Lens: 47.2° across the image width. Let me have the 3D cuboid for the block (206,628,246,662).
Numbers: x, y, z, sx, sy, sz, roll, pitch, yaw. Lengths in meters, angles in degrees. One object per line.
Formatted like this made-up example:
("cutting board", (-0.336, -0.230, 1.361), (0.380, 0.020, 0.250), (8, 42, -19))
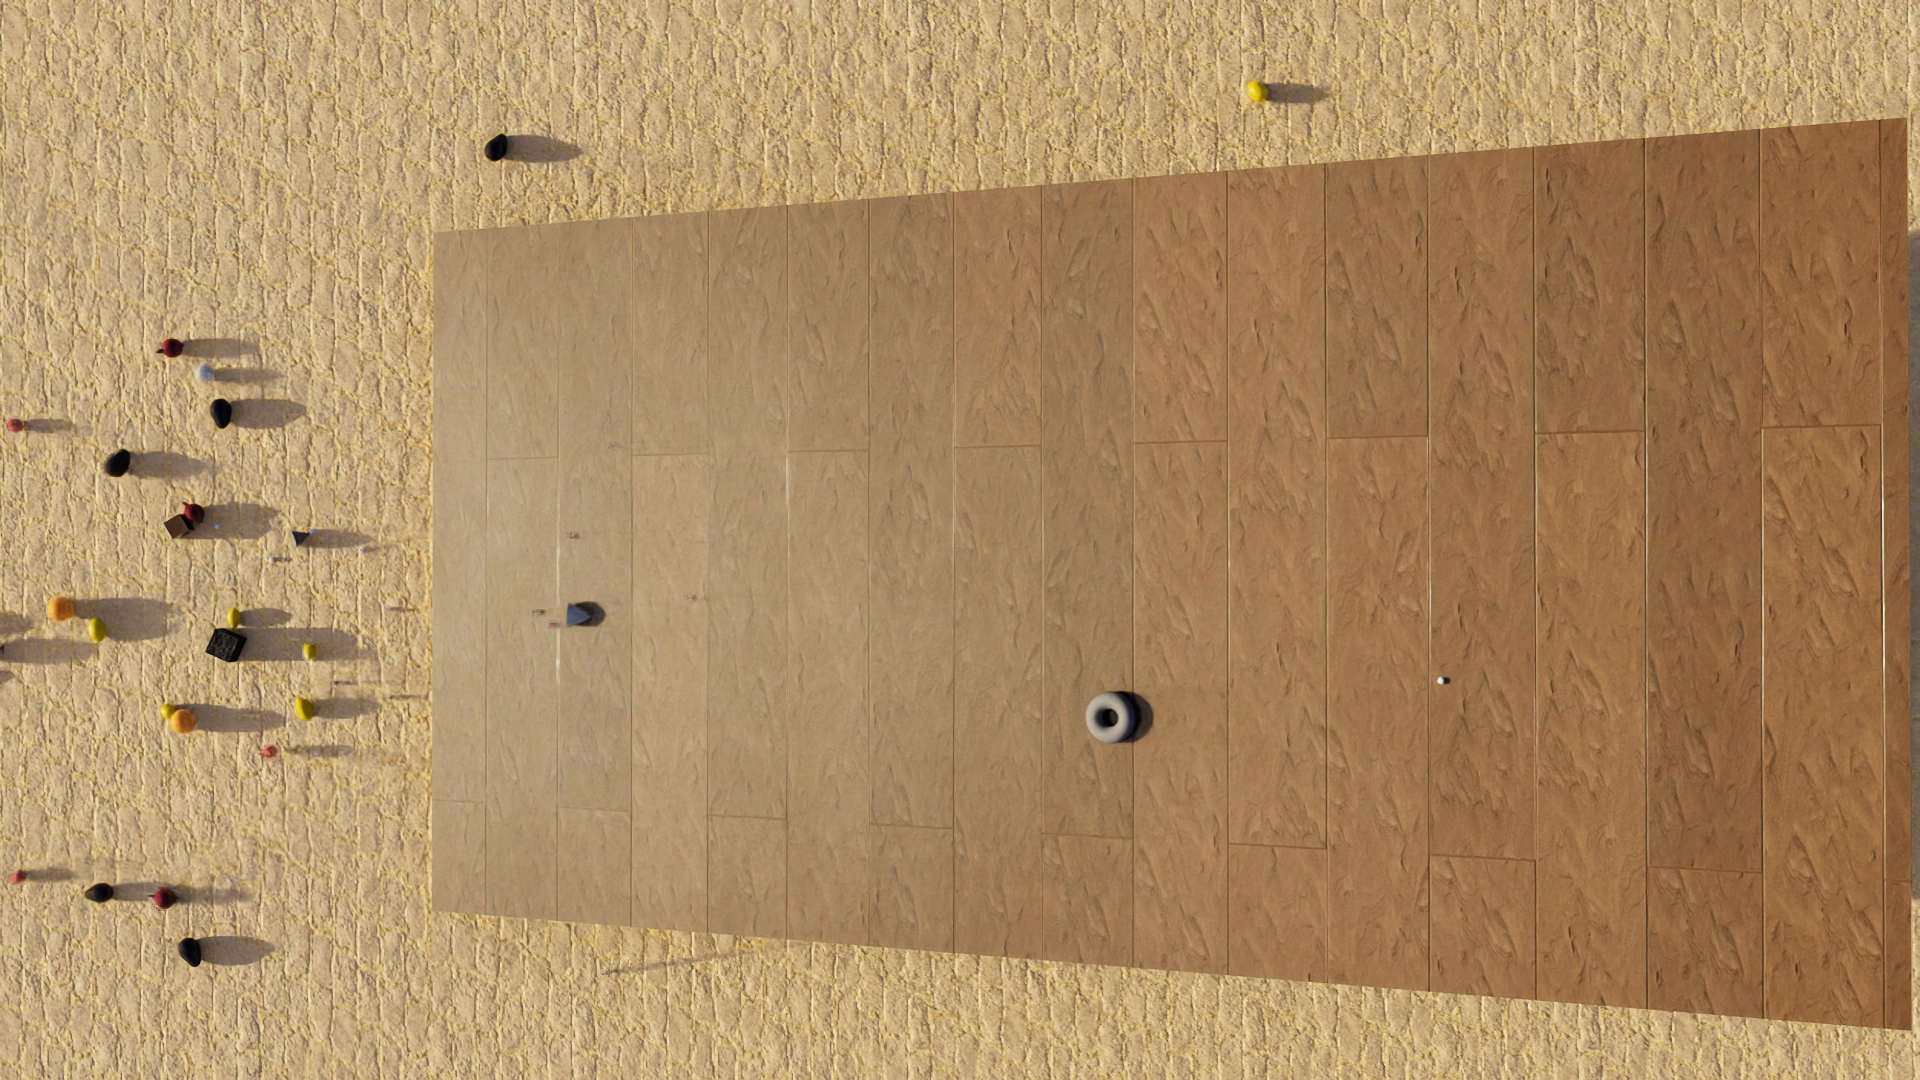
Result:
("block", (-2.181, 0.313, 6.535), (0.076, 0.076, 0.076), (24, 89, 0))

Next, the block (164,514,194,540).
("block", (-2.326, -0.040, 6.550), (0.055, 0.055, 0.055), (-31, 89, 0))

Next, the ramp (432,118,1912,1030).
("ramp", (0.282, 0.082, 5.695), (4.000, 0.100, 2.000), (0, 89, 25))

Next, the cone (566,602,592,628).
("cone", (-1.074, 0.214, 6.244), (0.075, 0.075, 0.075), (3, 89, -2))

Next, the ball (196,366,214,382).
("ball", (-2.251, -0.495, 6.557), (0.052, 0.052, 0.052), (0, 89, 0))

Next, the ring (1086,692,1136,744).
("ring", (0.381, 0.449, 5.566), (0.133, 0.044, 0.133), (0, 90, 24))

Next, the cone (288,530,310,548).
("cone", (-1.964, -0.011, 6.564), (0.057, 0.057, 0.057), (-22, 89, -27))
